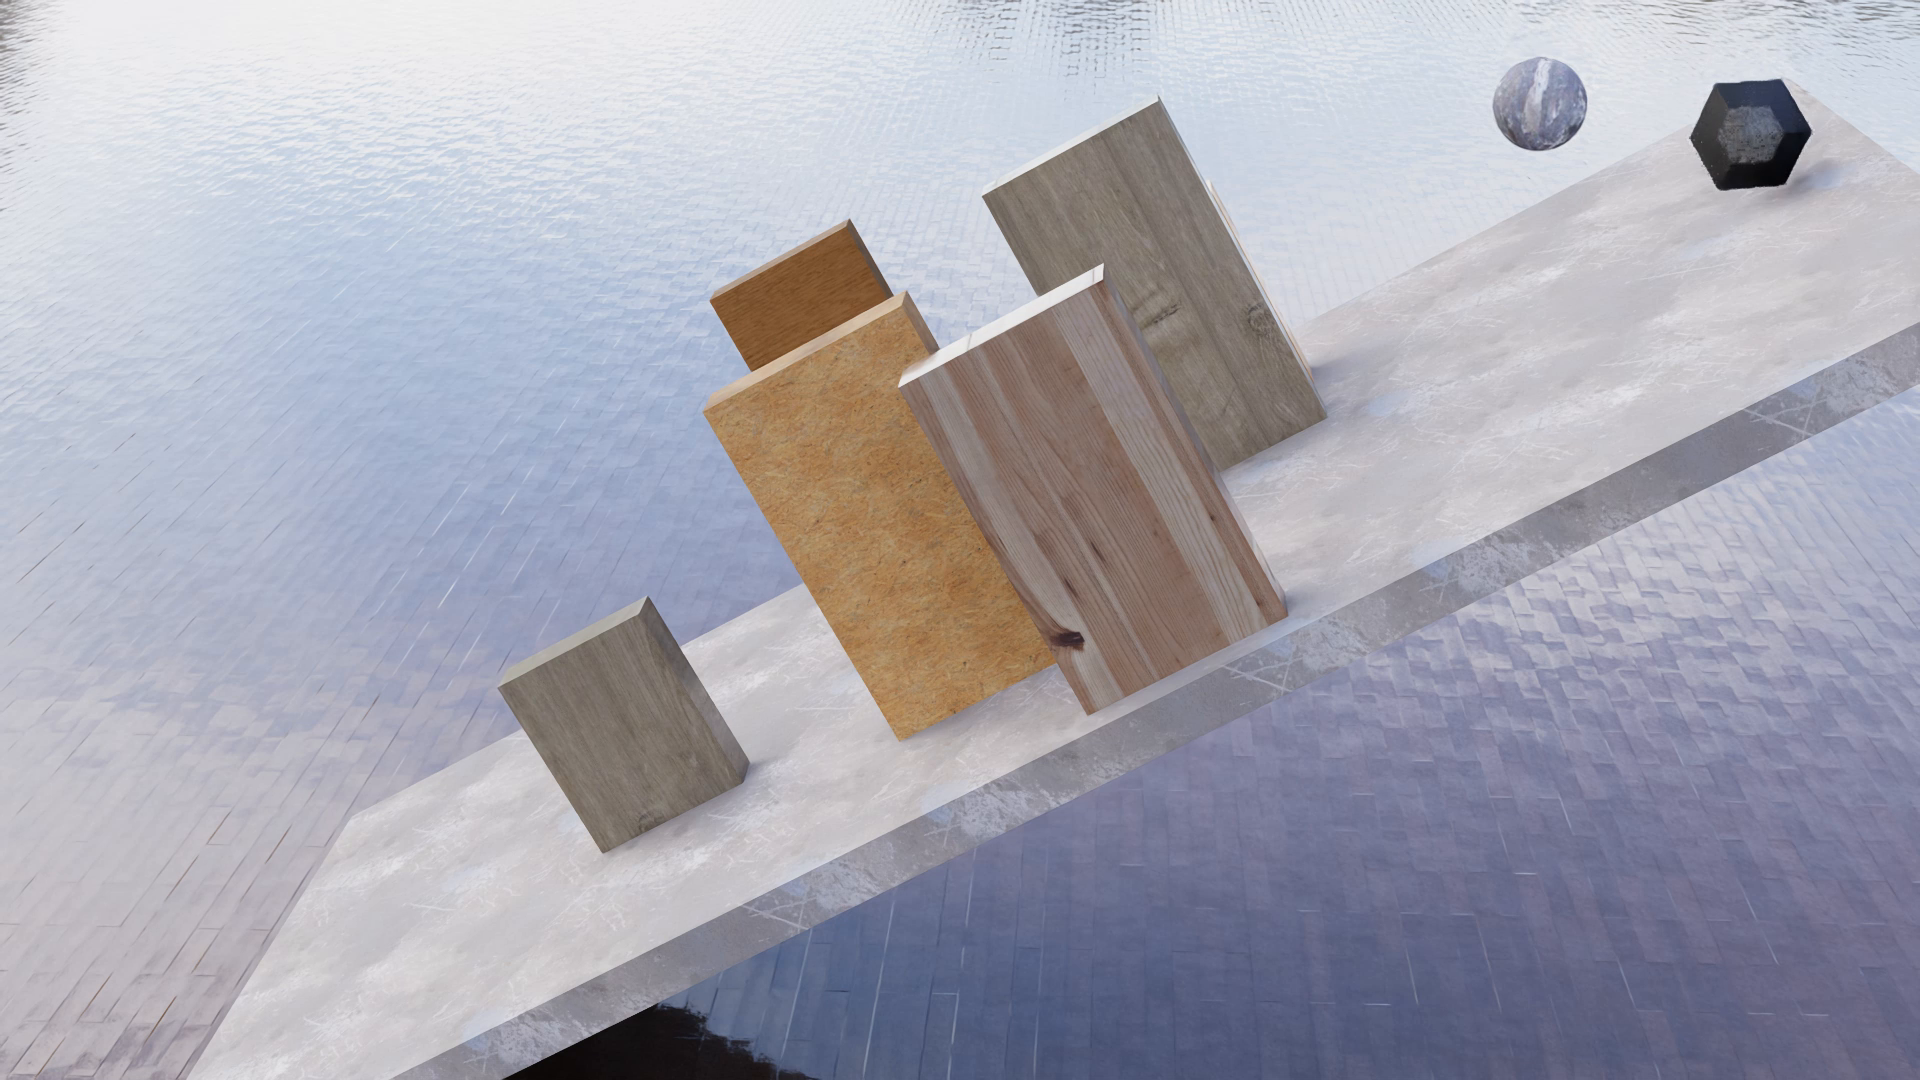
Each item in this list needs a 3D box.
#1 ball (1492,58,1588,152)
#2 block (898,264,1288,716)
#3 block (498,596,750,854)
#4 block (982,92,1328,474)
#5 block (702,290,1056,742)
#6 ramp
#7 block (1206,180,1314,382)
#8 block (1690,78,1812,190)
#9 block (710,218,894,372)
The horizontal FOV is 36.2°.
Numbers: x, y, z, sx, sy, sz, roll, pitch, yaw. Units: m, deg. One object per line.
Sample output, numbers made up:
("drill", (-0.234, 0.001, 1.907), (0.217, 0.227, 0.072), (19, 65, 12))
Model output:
("ball", (1.188, -0.892, 6.023), (0.191, 0.191, 0.191), (0, 18, 0))
("block", (0.244, -0.086, 5.302), (0.410, 0.704, 0.129), (-27, 14, 11))
("block", (-0.699, 0.386, 6.135), (0.344, 0.421, 0.116), (-27, 14, 11))
("block", (0.417, -0.507, 6.265), (0.418, 0.772, 0.103), (-27, 14, 11))
("block", (-0.111, -0.042, 5.733), (0.438, 0.766, 0.134), (-27, 14, 11))
("ramp", (0.142, 0.167, 6.283), (4.000, 0.100, 2.000), (-27, 14, 11))
("block", (0.560, -0.520, 6.600), (0.264, 0.491, 0.146), (-27, 14, 11))
("block", (1.617, -0.830, 6.021), (0.153, 0.153, 0.153), (-6, 53, -15))
("block", (-0.234, -0.332, 6.960), (0.368, 0.771, 0.099), (-27, 14, 11))
